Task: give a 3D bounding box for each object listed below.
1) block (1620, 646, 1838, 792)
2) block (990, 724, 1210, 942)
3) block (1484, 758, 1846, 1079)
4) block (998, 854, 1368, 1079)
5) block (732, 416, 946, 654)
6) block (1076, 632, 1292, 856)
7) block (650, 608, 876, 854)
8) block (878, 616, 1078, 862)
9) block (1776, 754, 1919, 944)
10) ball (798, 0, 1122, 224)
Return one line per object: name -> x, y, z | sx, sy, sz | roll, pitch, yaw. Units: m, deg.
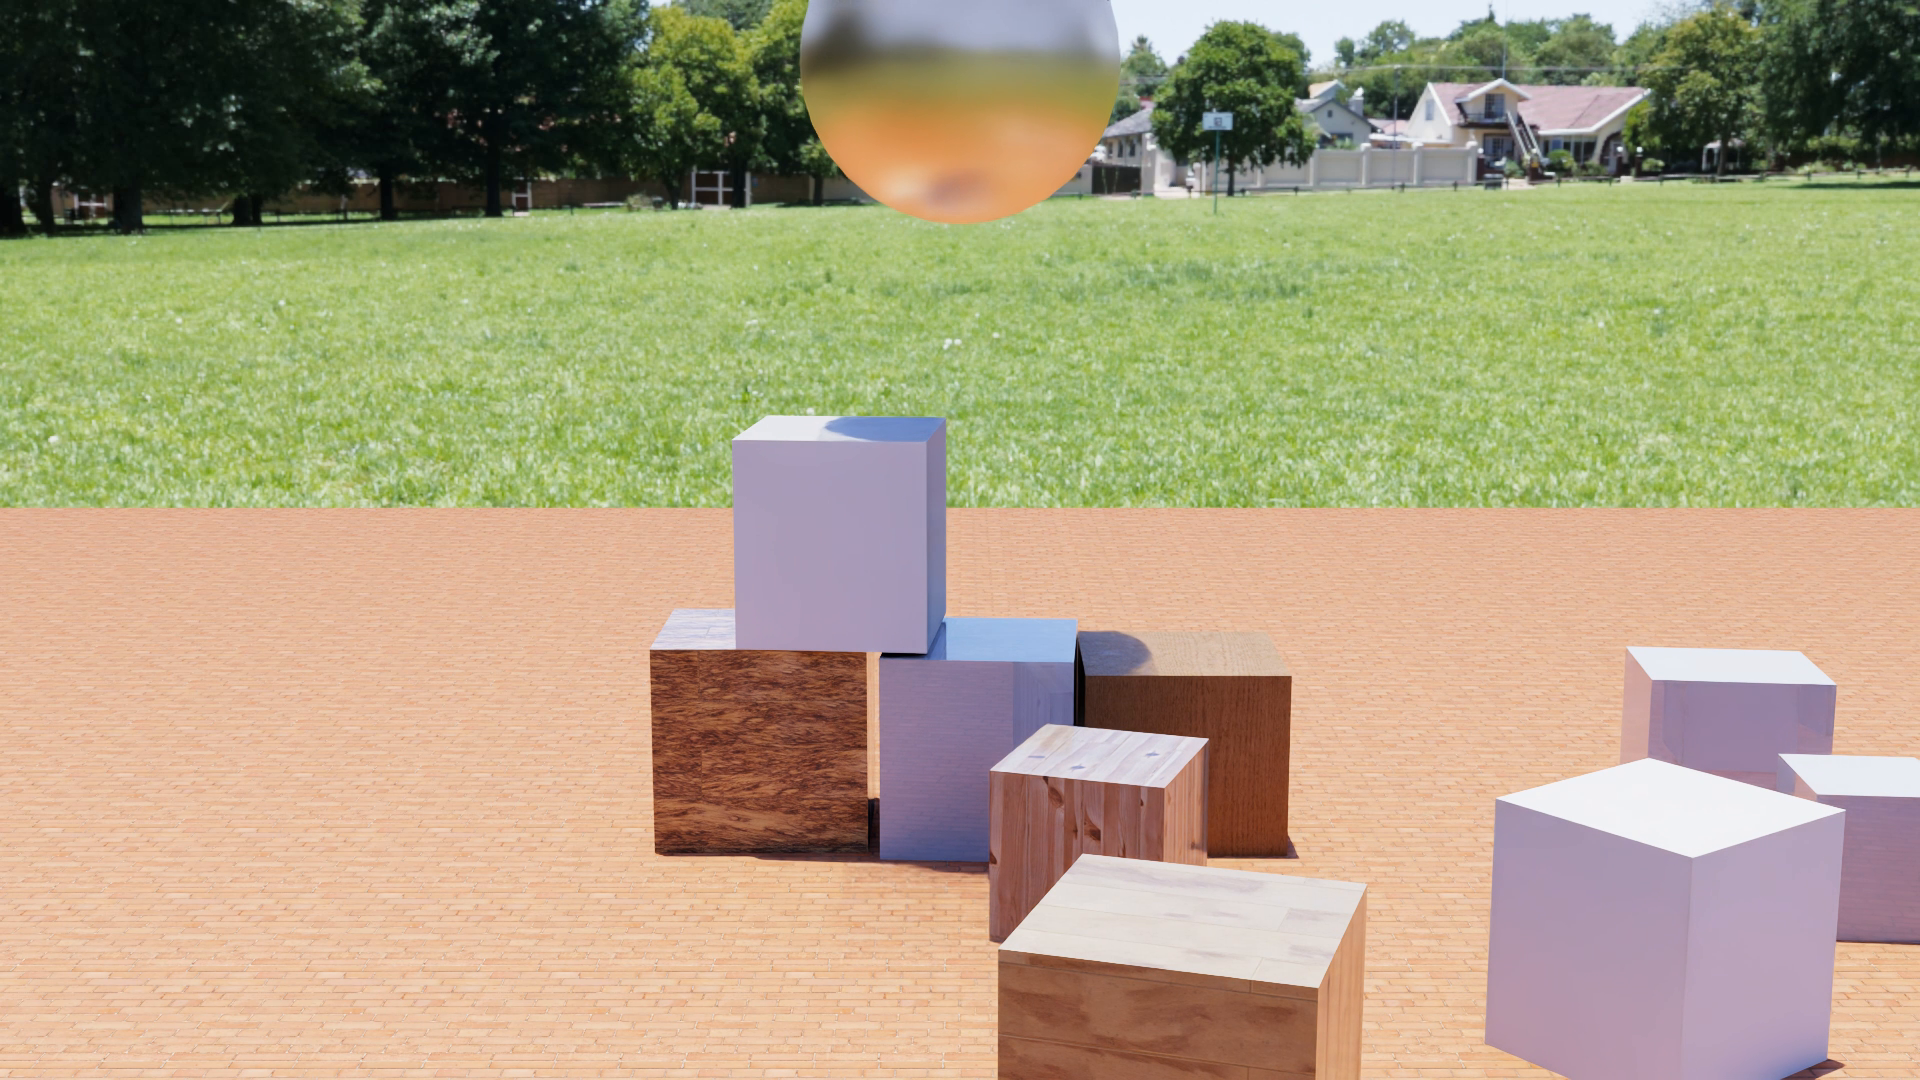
block -> 4.071, 1.038, 11.729 | 0.918, 0.762, 0.759 | 1, 10, 7
block -> 0.640, 1.349, 9.950 | 0.789, 0.786, 0.828 | 4, 11, 19
block -> 2.710, 1.503, 8.494 | 0.947, 1.004, 0.889 | -7, 13, -36
block -> 0.795, 1.722, 7.667 | 1.061, 0.869, 1.040 | 3, 11, 18
block -> -0.586, -0.051, 11.118 | 0.943, 1.036, 0.956 | 1, 10, 5
block -> 1.124, 1.029, 11.336 | 1.010, 0.920, 0.986 | 0, 10, 1
block -> -0.990, 0.964, 11.346 | 1.065, 1.043, 0.948 | 0, 10, 0
block -> 0.113, 0.998, 11.236 | 0.948, 1.016, 0.981 | 1, 10, 4
block -> 4.109, 1.395, 10.018 | 0.616, 0.670, 0.649 | 1, 10, 6
ball -> 0.000, -2.378, 10.928 | 1.600, 1.600, 1.600 | 0, 10, 0
